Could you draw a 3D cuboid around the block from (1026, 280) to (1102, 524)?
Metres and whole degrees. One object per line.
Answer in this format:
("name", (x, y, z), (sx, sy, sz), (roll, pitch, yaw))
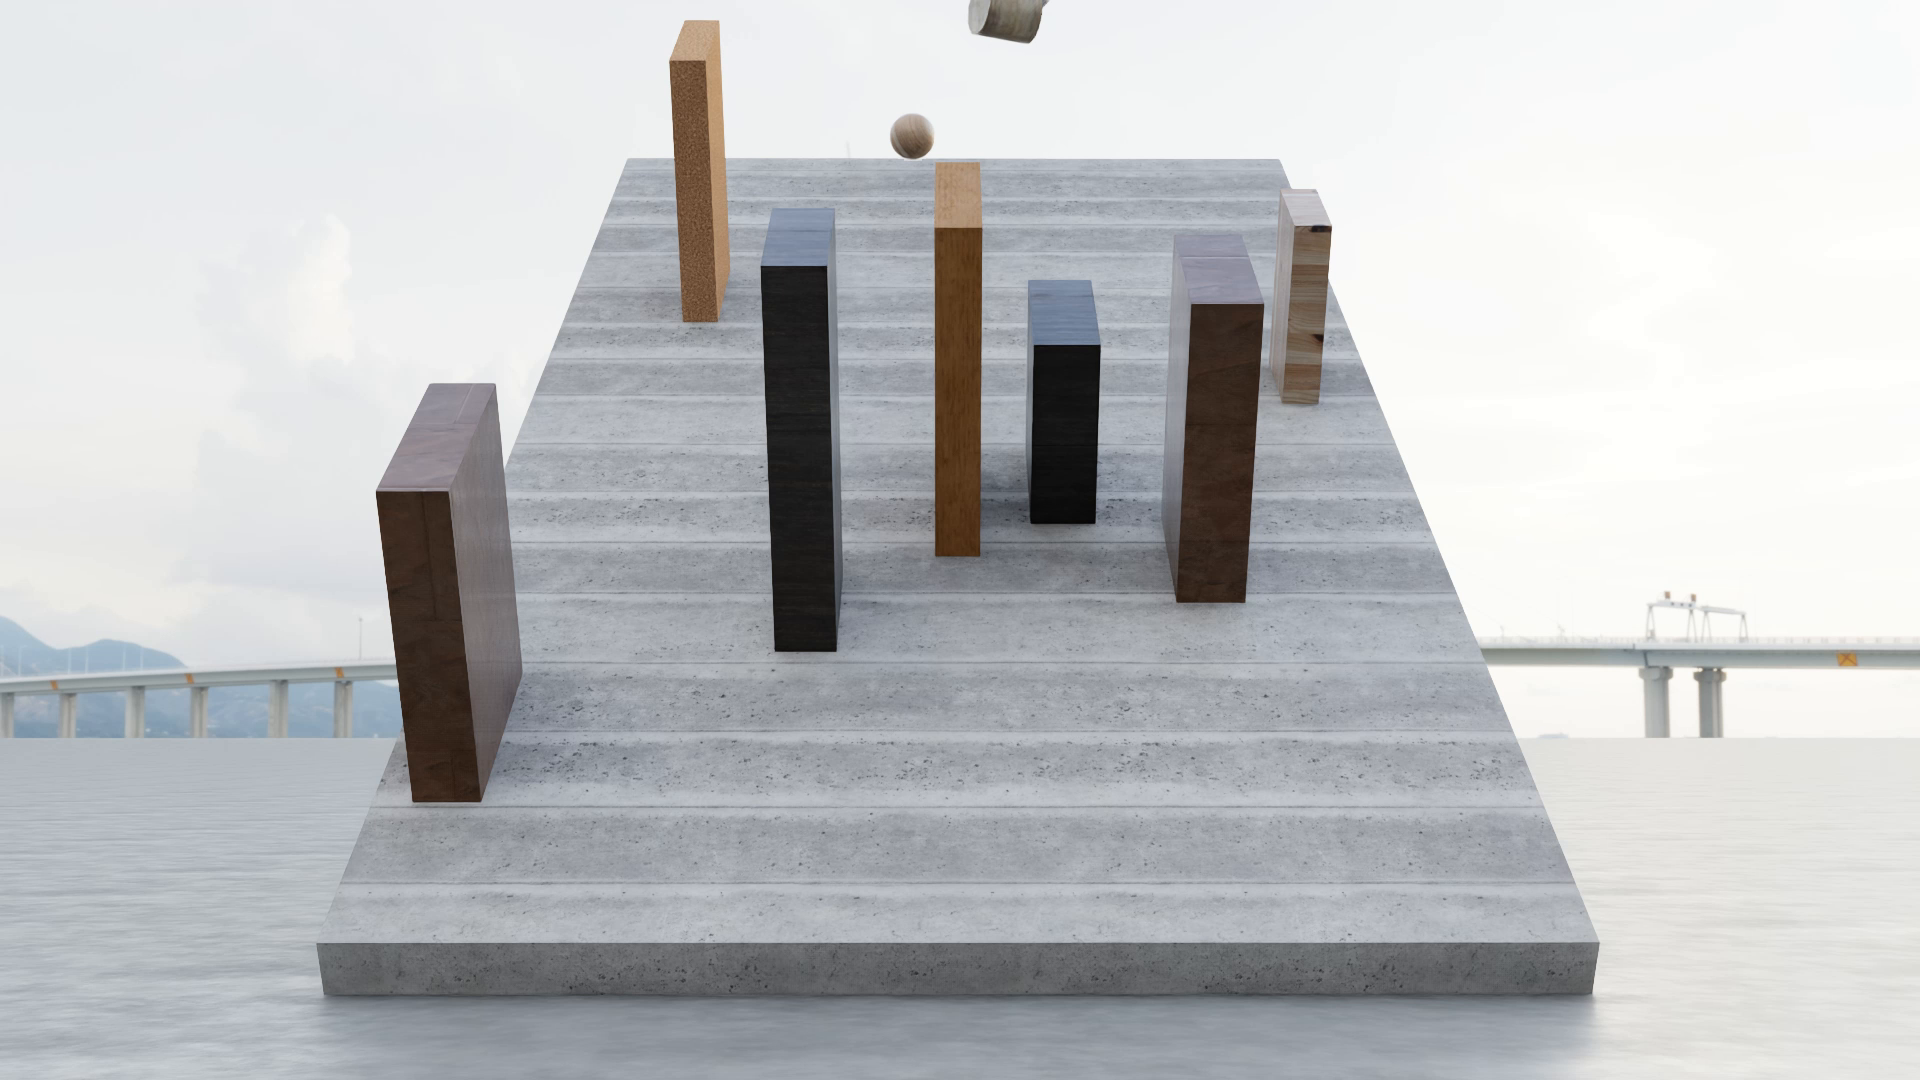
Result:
("block", (0.217, -0.300, 5.079), (0.137, 0.407, 0.375), (0, 27, 0))

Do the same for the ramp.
("ramp", (-0.010, -0.227, 5.496), (2.000, 0.100, 4.000), (0, 27, 0))

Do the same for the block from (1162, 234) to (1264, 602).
("block", (0.497, -0.244, 4.718), (0.136, 0.632, 0.383), (0, 27, 0))

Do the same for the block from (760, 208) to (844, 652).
("block", (-0.294, -0.205, 4.473), (0.118, 0.778, 0.312), (0, 27, 0))

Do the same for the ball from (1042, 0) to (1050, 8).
("ball", (0.200, -1.622, 6.918), (0.154, 0.154, 0.154), (0, -5, 0))

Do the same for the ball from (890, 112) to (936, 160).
("ball", (-0.141, -1.201, 7.038), (0.138, 0.138, 0.138), (0, -5, 0))

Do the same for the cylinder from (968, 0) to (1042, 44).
("cylinder", (0.129, -1.507, 6.741), (0.162, 0.162, 0.162), (6, -6, -22))

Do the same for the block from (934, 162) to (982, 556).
("block", (-0.005, -0.375, 4.889), (0.092, 0.710, 0.408), (0, 27, 0))

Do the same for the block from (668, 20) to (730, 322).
("block", (-0.662, -0.945, 6.053), (0.089, 0.678, 0.385), (0, 27, 0))

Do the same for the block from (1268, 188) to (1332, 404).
("block", (0.802, -0.577, 5.593), (0.086, 0.441, 0.264), (0, 27, 0))

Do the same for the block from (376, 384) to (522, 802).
("block", (-0.876, 0.086, 4.104), (0.117, 0.588, 0.443), (0, 27, 0))
